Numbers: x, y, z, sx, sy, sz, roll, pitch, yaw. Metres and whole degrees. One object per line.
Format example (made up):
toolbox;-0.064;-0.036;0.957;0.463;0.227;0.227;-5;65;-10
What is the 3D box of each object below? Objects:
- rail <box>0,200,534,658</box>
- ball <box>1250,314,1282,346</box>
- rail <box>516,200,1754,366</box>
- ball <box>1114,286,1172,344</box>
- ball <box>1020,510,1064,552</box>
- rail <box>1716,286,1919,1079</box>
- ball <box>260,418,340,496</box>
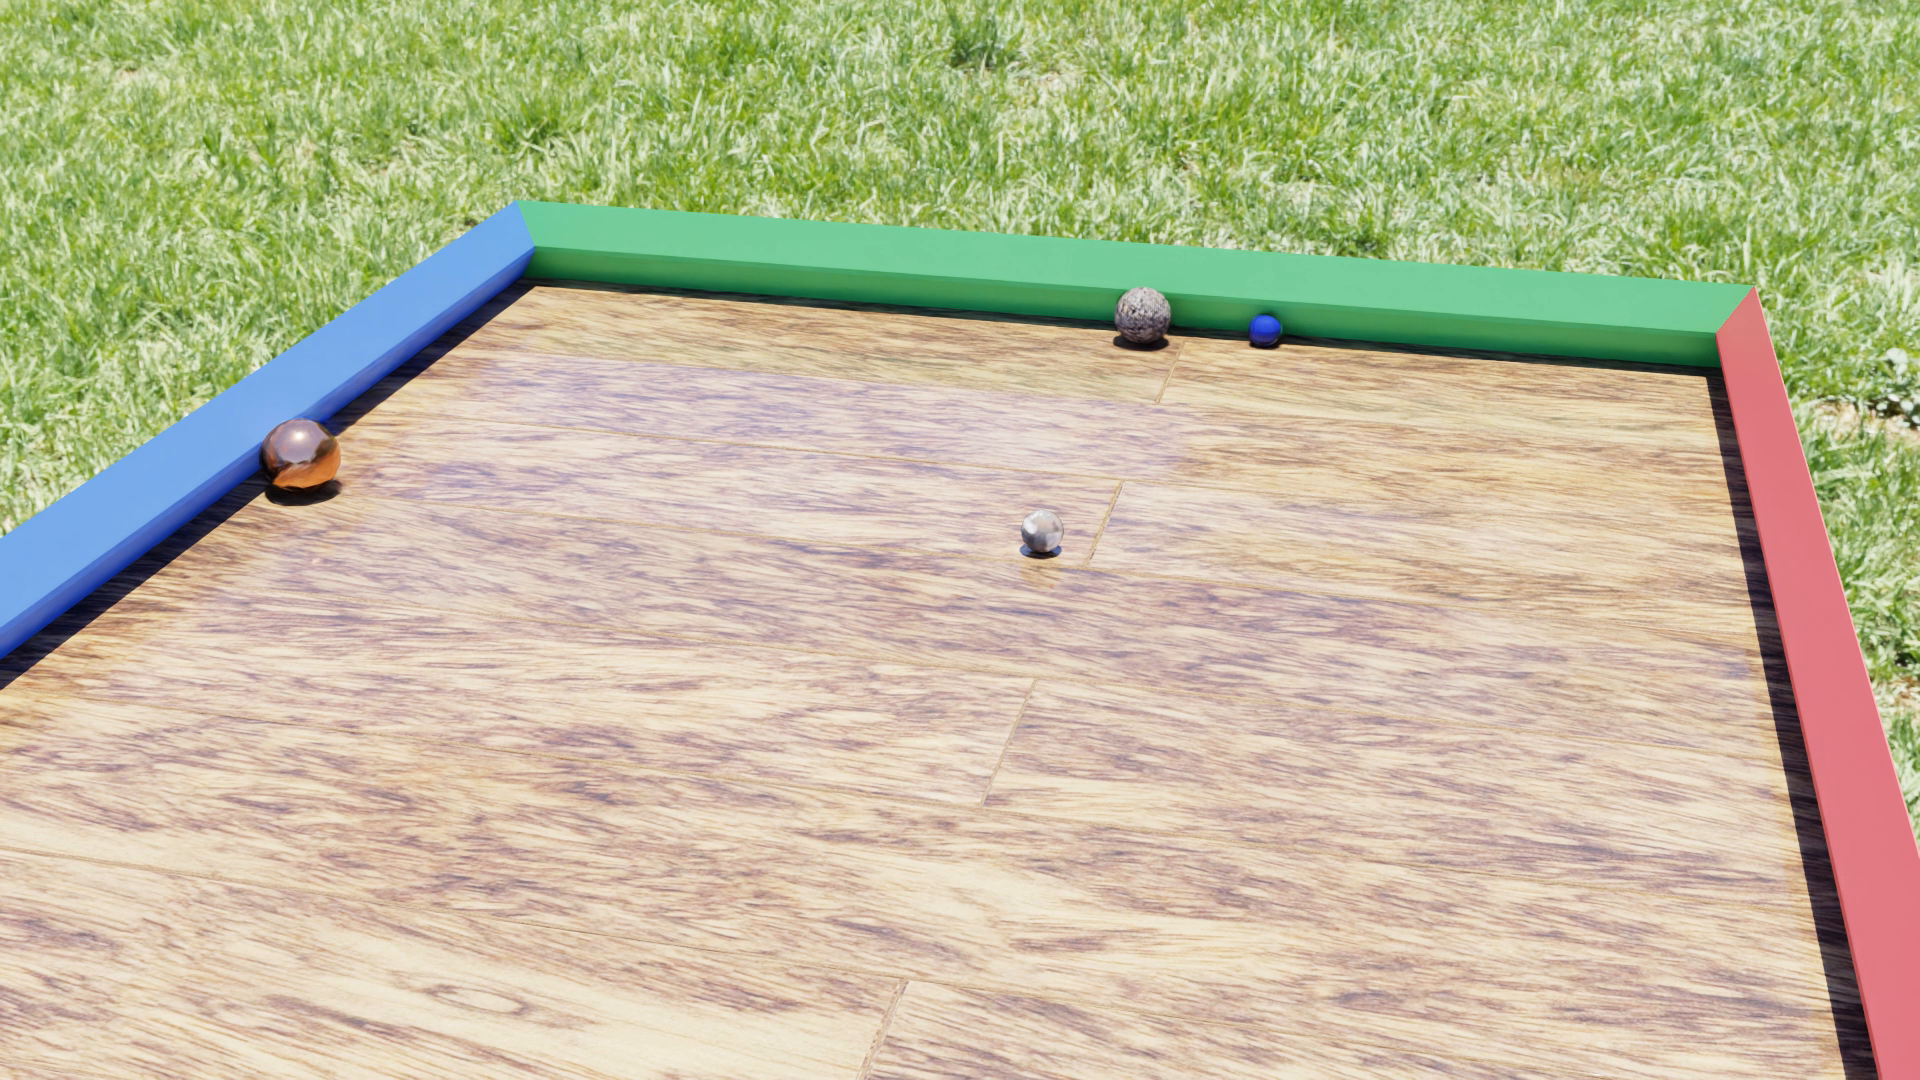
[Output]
rail;-1.013;0.226;1.784;0.045;0.114;3.309;6;25;12
ball;0.415;-0.284;2.985;0.042;0.042;0.042;0;25;0
rail;0.186;-0.354;3.047;1.736;0.114;0.045;6;25;12
ball;0.249;-0.305;2.988;0.077;0.077;0.077;0;25;0
ball;0.089;-0.010;2.381;0.047;0.047;0.047;0;25;0
rail;0.630;0.390;1.428;0.045;0.114;3.309;6;25;12
ball;-0.755;-0.096;2.519;0.088;0.088;0.088;0;25;0
